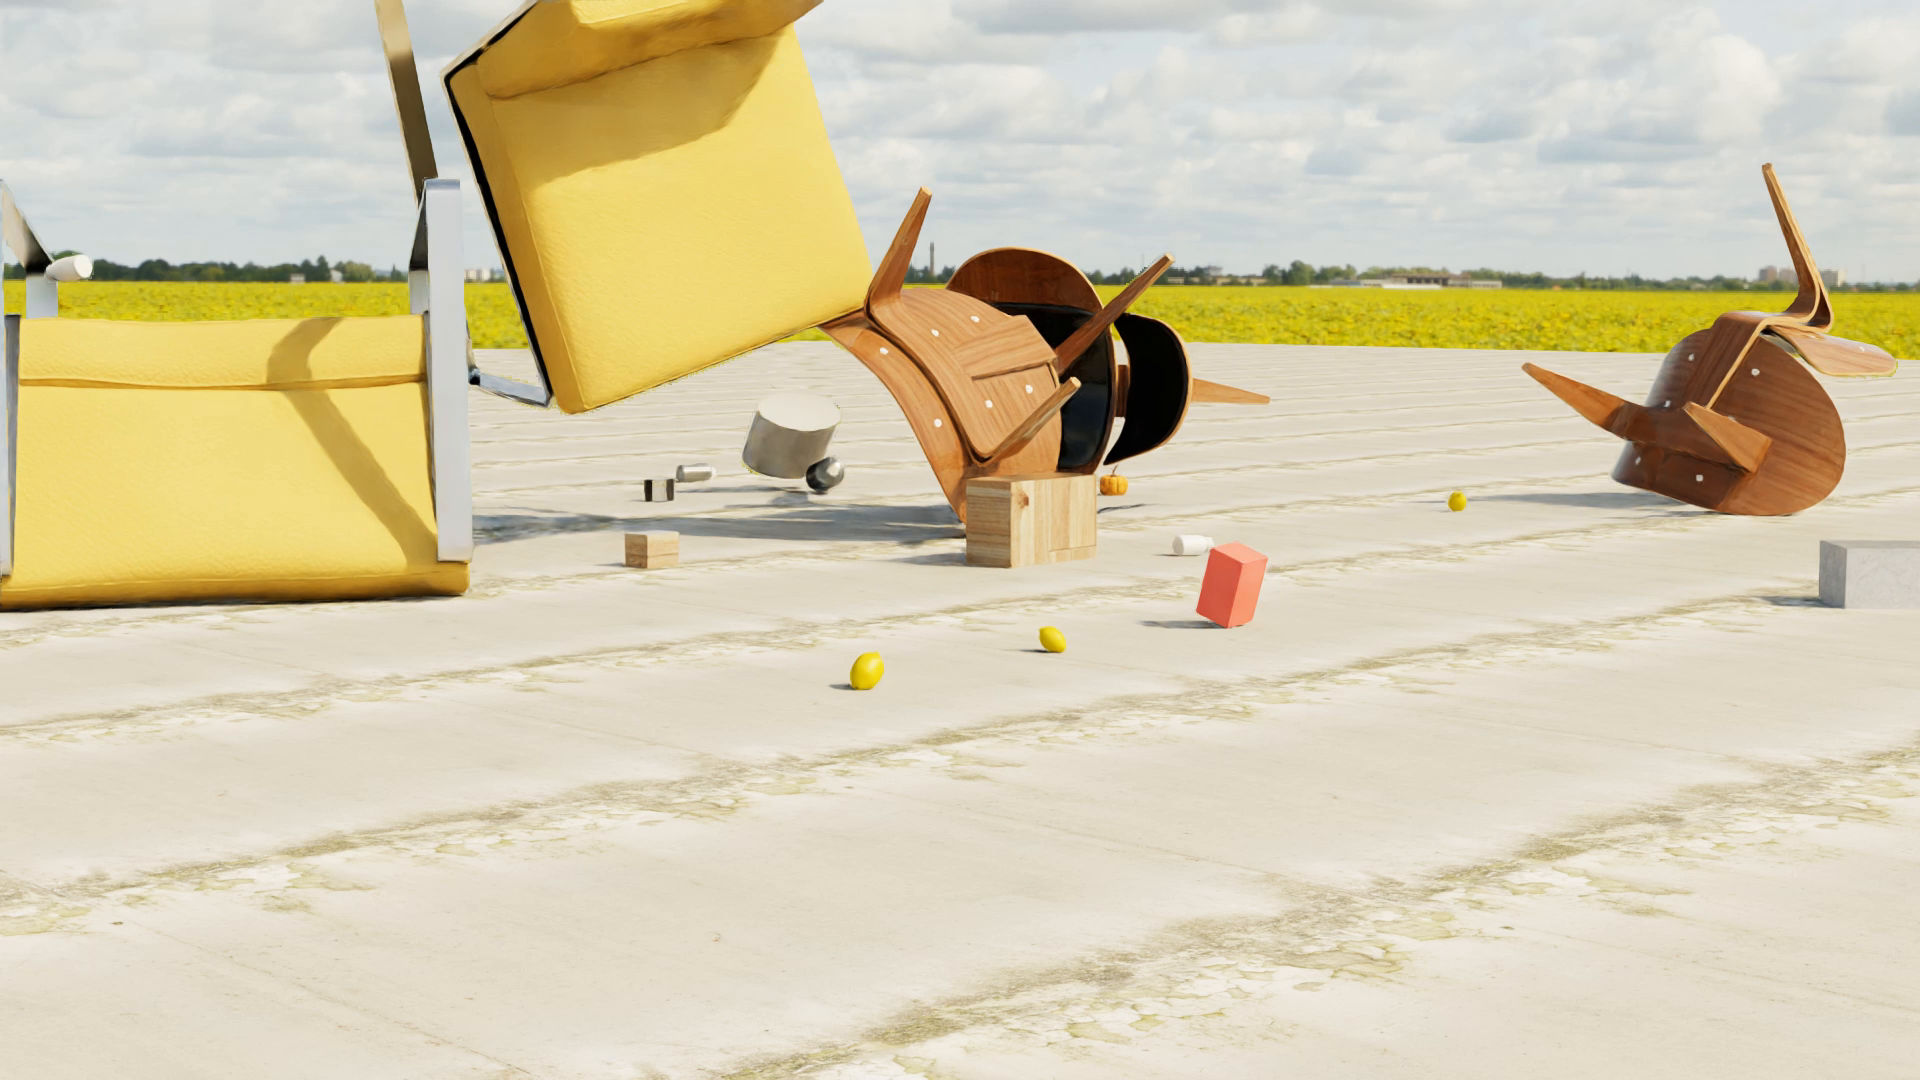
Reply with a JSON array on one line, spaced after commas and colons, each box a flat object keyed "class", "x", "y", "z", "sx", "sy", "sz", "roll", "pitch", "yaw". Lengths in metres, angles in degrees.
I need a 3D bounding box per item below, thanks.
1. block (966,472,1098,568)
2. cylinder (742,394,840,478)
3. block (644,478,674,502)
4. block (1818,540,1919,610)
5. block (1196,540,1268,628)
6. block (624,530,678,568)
[{"class": "block", "x": 0.167, "y": -0.048, "z": 5.929, "sx": 0.141, "sy": 0.195, "sz": 0.298, "roll": 6, "pitch": 8, "yaw": 43}, {"class": "cylinder", "x": -0.520, "y": -0.317, "z": 7.853, "sx": 0.250, "sy": 0.131, "sz": 0.279, "roll": 6, "pitch": -32, "yaw": -14}, {"class": "block", "x": -0.880, "y": -0.146, "z": 7.508, "sx": 0.058, "sy": 0.066, "sz": 0.068, "roll": 3, "pitch": 6, "yaw": 25}, {"class": "block", "x": 1.851, "y": 0.069, "z": 5.157, "sx": 0.195, "sy": 0.121, "sz": 0.170, "roll": 0, "pitch": 6, "yaw": 1}, {"class": "block", "x": 0.512, "y": 0.084, "z": 4.826, "sx": 0.077, "sy": 0.134, "sz": 0.079, "roll": 29, "pitch": 28, "yaw": 36}, {"class": "block", "x": -0.701, "y": 0.021, "z": 5.836, "sx": 0.074, "sy": 0.076, "sz": 0.097, "roll": 5, "pitch": 8, "yaw": 39}]
